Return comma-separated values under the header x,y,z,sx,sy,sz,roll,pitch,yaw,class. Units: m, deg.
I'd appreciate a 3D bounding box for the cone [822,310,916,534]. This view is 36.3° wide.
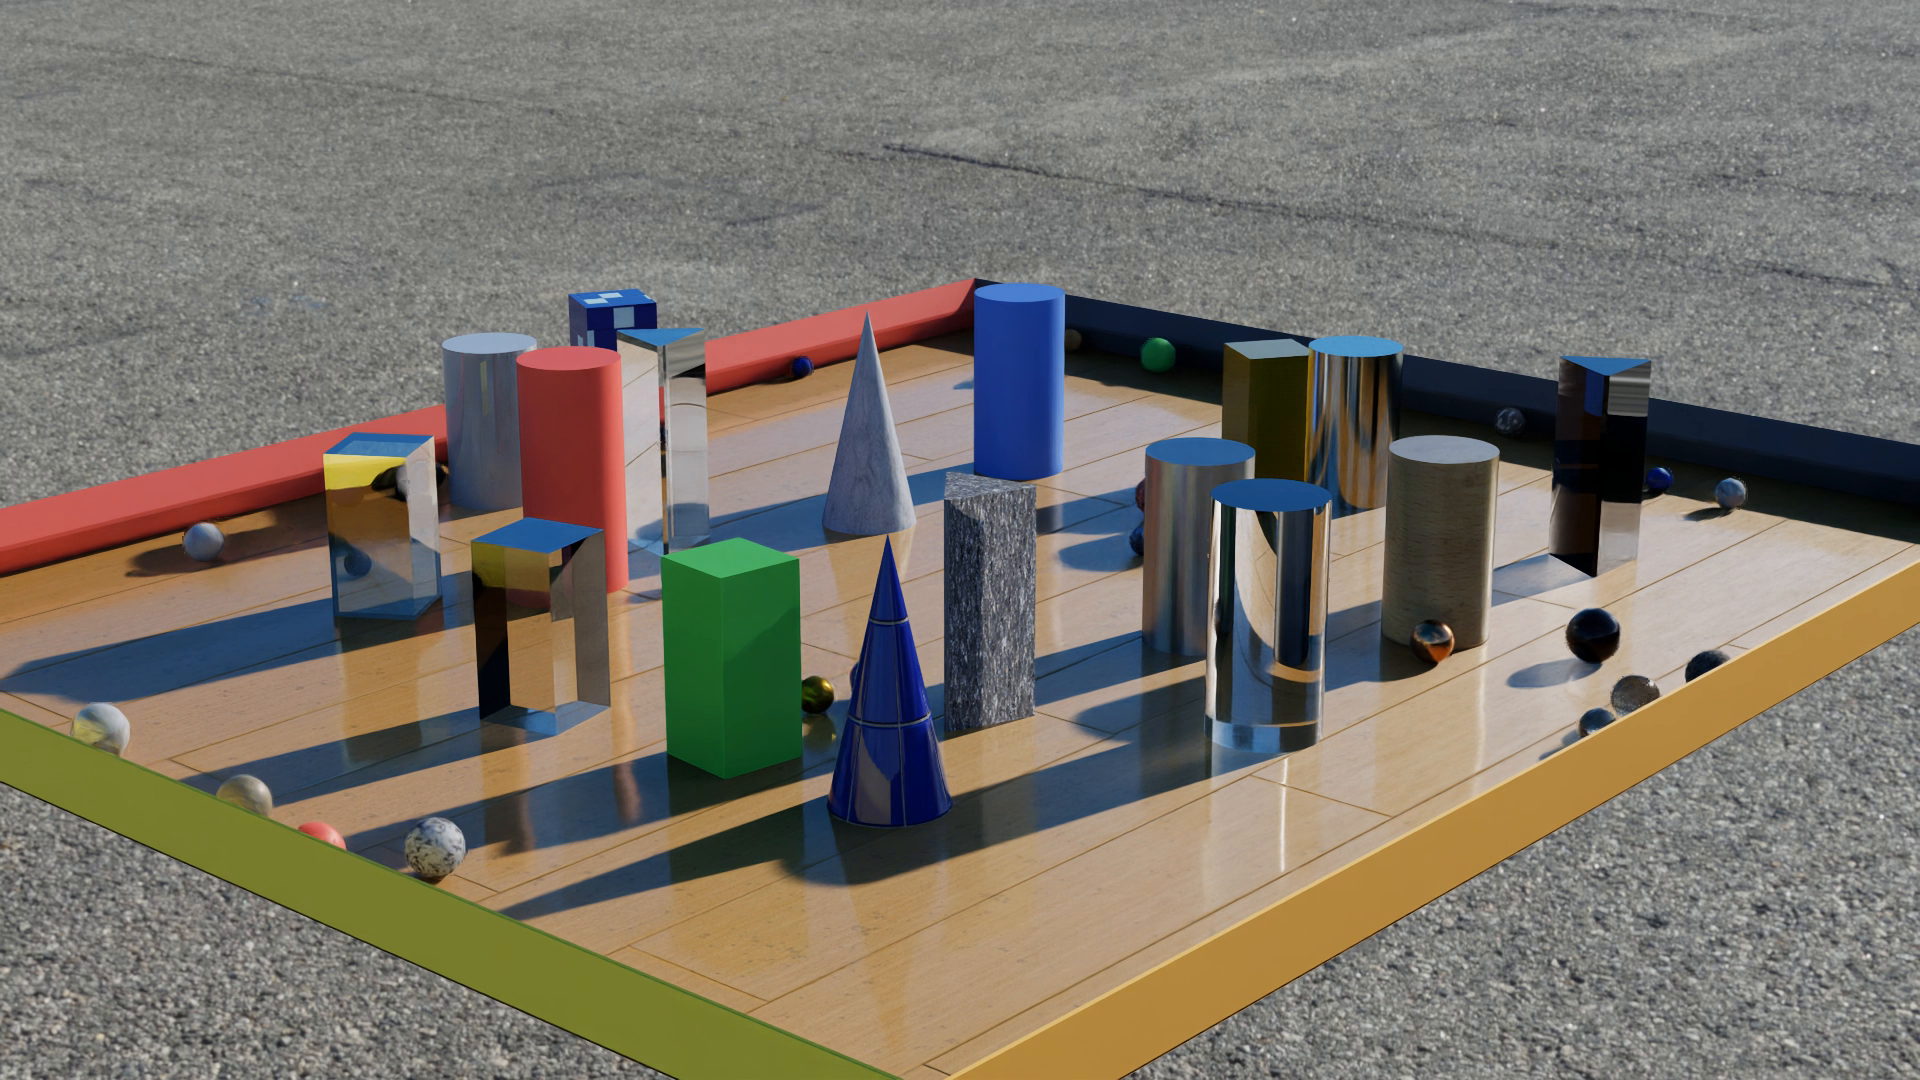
x,y,z,sx,sy,sz,roll,pitch,yaw,class
-0.171,-0.232,5.481,0.180,0.411,0.180,0,17,0,cone

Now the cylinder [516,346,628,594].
x,y,z,sx,sy,sz,roll,pitch,yaw,class
-0.675,-0.120,5.117,0.180,0.406,0.180,0,17,0,cylinder

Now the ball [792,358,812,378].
x,y,z,sx,sy,sz,roll,pitch,yaw,class
-0.359,-0.391,6.633,0.046,0.046,0.046,0,17,0,ball

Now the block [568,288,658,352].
x,y,z,sx,sy,sz,roll,pitch,yaw,class
-0.701,-0.331,5.954,0.144,0.326,0.144,-7,18,-21,block

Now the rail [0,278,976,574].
x,y,z,sx,sy,sz,roll,pitch,yaw,class
-1.001,-0.223,5.953,0.045,0.117,3.214,14,22,39,rail

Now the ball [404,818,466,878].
x,y,z,sx,sy,sz,roll,pitch,yaw,class
-0.703,0.412,3.926,0.080,0.080,0.080,0,17,0,ball

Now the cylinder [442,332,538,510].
x,y,z,sx,sy,sz,roll,pitch,yaw,class
-0.900,-0.230,5.653,0.180,0.307,0.180,0,17,0,cylinder

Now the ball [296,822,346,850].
x,y,z,sx,sy,sz,roll,pitch,yaw,class
-0.860,0.417,3.910,0.080,0.080,0.080,0,17,0,ball

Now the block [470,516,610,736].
x,y,z,sx,sy,sz,roll,pitch,yaw,class
-0.641,0.130,4.495,0.144,0.289,0.144,9,19,27,block

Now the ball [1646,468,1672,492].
x,y,z,sx,sy,sz,roll,pitch,yaw,class
1.364,-0.117,5.725,0.049,0.049,0.049,0,17,0,ball

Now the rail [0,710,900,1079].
x,y,z,sx,sy,sz,roll,pitch,yaw,class
-1.038,0.376,3.977,2.698,0.117,0.045,14,22,39,rail

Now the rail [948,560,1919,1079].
x,y,z,sx,sy,sz,roll,pitch,yaw,class
1.001,0.281,4.290,0.045,0.117,3.214,14,22,39,rail

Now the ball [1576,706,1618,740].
x,y,z,sx,sy,sz,roll,pitch,yaw,class
0.956,0.281,4.394,0.065,0.065,0.065,0,17,0,ball

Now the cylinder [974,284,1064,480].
x,y,z,sx,sy,sz,roll,pitch,yaw,class
0.118,-0.318,5.851,0.180,0.360,0.180,0,17,0,cylinder

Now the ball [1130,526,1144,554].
x,y,z,sx,sy,sz,roll,pitch,yaw,class
0.334,0.001,5.331,0.052,0.052,0.052,0,17,0,ball

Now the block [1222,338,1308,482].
x,y,z,sx,sy,sz,roll,pitch,yaw,class
0.614,-0.255,5.822,0.144,0.256,0.144,-5,17,-15,block

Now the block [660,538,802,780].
x,y,z,sx,sy,sz,roll,pitch,yaw,class
-0.336,0.172,4.324,0.144,0.308,0.144,-15,22,-40,block

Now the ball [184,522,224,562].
x,y,z,sx,sy,sz,roll,pitch,yaw,class
-1.363,0.004,5.290,0.070,0.070,0.070,0,17,0,ball

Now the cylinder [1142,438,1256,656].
x,y,z,sx,sy,sz,roll,pitch,yaw,class
0.393,0.009,4.836,0.180,0.323,0.180,0,17,0,cylinder

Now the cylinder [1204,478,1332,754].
x,y,z,sx,sy,sz,roll,pitch,yaw,class
0.462,0.112,4.405,0.180,0.375,0.180,0,17,0,cylinder

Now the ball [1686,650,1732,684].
x,y,z,sx,sy,sz,roll,pitch,yaw,class
1.174,0.214,4.576,0.083,0.083,0.083,0,17,0,ball

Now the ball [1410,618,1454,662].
x,y,z,sx,sy,sz,roll,pitch,yaw,class
0.767,0.163,4.762,0.071,0.071,0.071,0,17,0,ball

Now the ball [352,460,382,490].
x,y,z,sx,sy,sz,roll,pitch,yaw,class
-1.156,-0.125,5.723,0.059,0.059,0.059,0,17,0,ball

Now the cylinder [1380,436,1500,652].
x,y,z,sx,sy,sz,roll,pitch,yaw,class
0.794,0.004,4.858,0.180,0.320,0.180,0,17,0,cylinder

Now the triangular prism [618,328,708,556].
x,y,z,sx,sy,sz,roll,pitch,yaw,class
-0.522,-0.185,5.356,0.135,0.394,0.156,-12,20,-34,triangular prism

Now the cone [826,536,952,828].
x,y,z,sx,sy,sz,roll,pitch,yaw,class
-0.100,0.183,4.122,0.180,0.404,0.180,0,17,0,cone

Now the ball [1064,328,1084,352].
x,y,z,sx,sy,sz,roll,pitch,yaw,class
0.262,-0.469,6.878,0.053,0.053,0.053,0,17,0,ball

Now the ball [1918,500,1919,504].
x,y,z,sx,sy,sz,roll,pitch,yaw,class
1.847,-0.071,5.537,0.069,0.069,0.069,0,17,0,ball

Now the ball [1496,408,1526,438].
x,y,z,sx,sy,sz,roll,pitch,yaw,class
1.151,-0.246,6.128,0.061,0.061,0.061,0,17,0,ball

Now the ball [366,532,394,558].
x,y,z,sx,sy,sz,roll,pitch,yaw,class
-1.051,0.009,5.311,0.048,0.048,0.048,0,17,0,ball

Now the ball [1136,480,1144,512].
x,y,z,sx,sy,sz,roll,pitch,yaw,class
0.373,-0.083,5.554,0.083,0.083,0.083,0,17,0,ball

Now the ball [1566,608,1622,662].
x,y,z,sx,sy,sz,roll,pitch,yaw,class
1.029,0.154,4.759,0.090,0.090,0.090,0,17,0,ball

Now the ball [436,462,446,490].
x,y,z,sx,sy,sz,roll,pitch,yaw,class
-1.037,-0.126,5.737,0.058,0.058,0.058,0,17,0,ball

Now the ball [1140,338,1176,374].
x,y,z,sx,sy,sz,roll,pitch,yaw,class
0.452,-0.418,6.663,0.081,0.081,0.081,0,17,0,ball

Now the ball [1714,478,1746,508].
x,y,z,sx,sy,sz,roll,pitch,yaw,class
1.475,-0.089,5.615,0.058,0.058,0.058,0,17,0,ball

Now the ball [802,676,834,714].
x,y,z,sx,sy,sz,roll,pitch,yaw,class
-0.224,0.239,4.531,0.059,0.059,0.059,0,17,0,ball

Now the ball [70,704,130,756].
x,y,z,sx,sy,sz,roll,pitch,yaw,class
-1.271,0.285,4.335,0.086,0.086,0.086,0,17,0,ball

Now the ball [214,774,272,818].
x,y,z,sx,sy,sz,roll,pitch,yaw,class
-0.997,0.366,4.078,0.079,0.079,0.079,0,17,0,ball

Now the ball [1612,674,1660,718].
x,y,z,sx,sy,sz,roll,pitch,yaw,class
1.036,0.244,4.492,0.074,0.074,0.074,0,17,0,ball

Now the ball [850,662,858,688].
x,y,z,sx,sy,sz,roll,pitch,yaw,class
-0.137,0.217,4.583,0.072,0.072,0.072,0,17,0,ball

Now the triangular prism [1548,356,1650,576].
x,y,z,sx,sy,sz,roll,pitch,yaw,class
1.125,-0.140,5.250,0.135,0.368,0.156,14,22,38,triangular prism

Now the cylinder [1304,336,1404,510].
x,y,z,sx,sy,sz,roll,pitch,yaw,class
0.758,-0.227,5.656,0.180,0.300,0.180,0,17,0,cylinder

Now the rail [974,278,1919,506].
x,y,z,sx,sy,sz,roll,pitch,yaw,class
1.038,-0.318,6.266,2.698,0.117,0.045,14,22,39,rail

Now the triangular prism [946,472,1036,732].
x,y,z,sx,sy,sz,roll,pitch,yaw,class
0.015,0.088,4.501,0.156,0.367,0.135,-9,19,-27,triangular prism

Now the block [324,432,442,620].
x,y,z,sx,sy,sz,roll,pitch,yaw,class
-0.984,-0.025,5.010,0.144,0.286,0.144,3,17,9,block
